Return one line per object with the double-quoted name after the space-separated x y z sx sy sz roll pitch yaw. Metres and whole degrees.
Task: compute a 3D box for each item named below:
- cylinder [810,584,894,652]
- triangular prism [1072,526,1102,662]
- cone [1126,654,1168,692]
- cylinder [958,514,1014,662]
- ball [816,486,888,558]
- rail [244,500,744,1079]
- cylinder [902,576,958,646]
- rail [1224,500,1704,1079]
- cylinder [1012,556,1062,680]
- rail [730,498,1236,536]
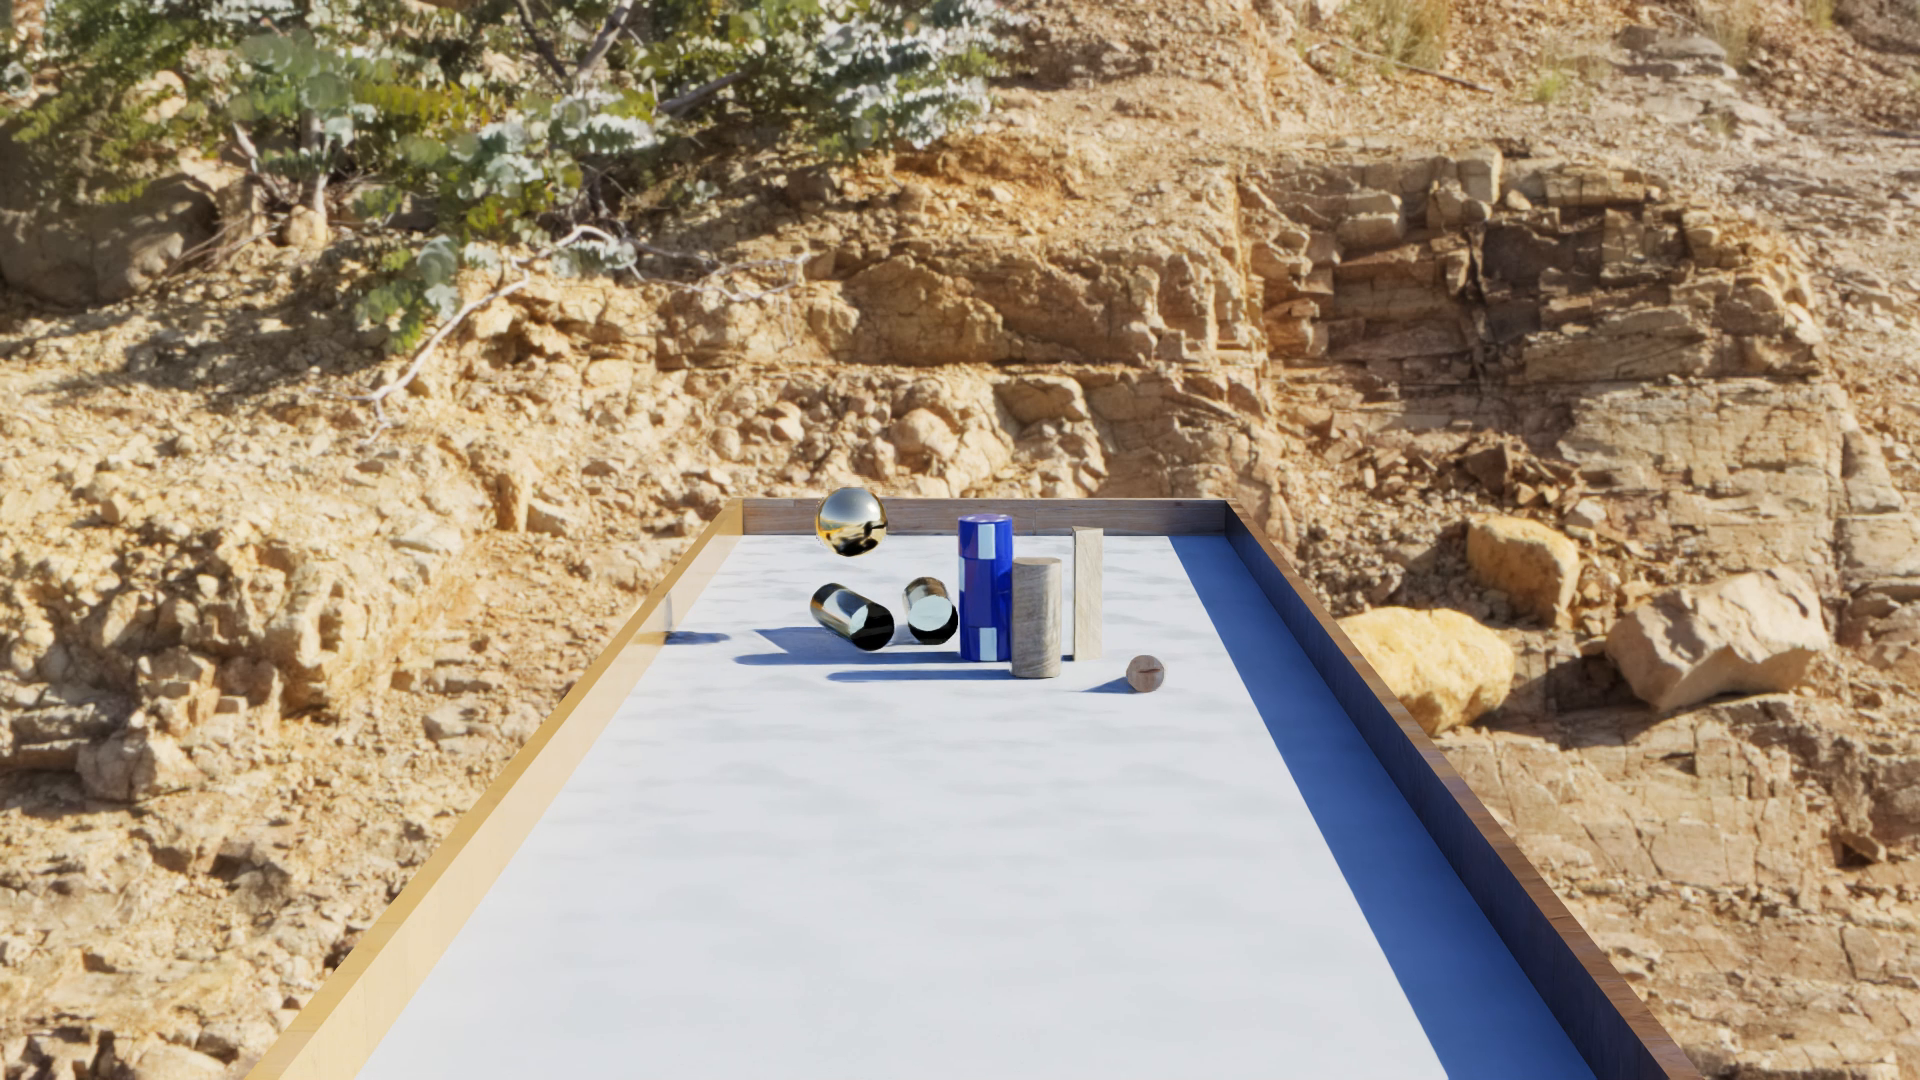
-0.346 0.243 7.001 0.150 0.150 0.391 -4 10 -21 "cylinder"
0.368 0.161 6.711 0.101 0.401 0.088 -5 10 -31 "triangular prism"
0.580 0.373 6.477 0.109 0.109 0.449 2 2 13 "cone"
0.080 0.144 6.718 0.169 0.429 0.169 -1 10 0 "cylinder"
-0.344 -0.058 7.003 0.228 0.228 0.228 0 9 0 "ball"
-1.004 0.839 3.234 0.050 0.150 12.000 0 9 1 "rail"
-0.098 0.226 7.077 0.159 0.159 0.345 -1 9 -5 "cylinder"
1.046 0.843 3.208 0.050 0.150 12.000 0 9 1 "rail"
0.225 0.228 6.476 0.147 0.342 0.147 0 9 0 "cylinder"
0.099 -0.098 9.147 2.100 0.150 0.050 0 9 1 "rail"
